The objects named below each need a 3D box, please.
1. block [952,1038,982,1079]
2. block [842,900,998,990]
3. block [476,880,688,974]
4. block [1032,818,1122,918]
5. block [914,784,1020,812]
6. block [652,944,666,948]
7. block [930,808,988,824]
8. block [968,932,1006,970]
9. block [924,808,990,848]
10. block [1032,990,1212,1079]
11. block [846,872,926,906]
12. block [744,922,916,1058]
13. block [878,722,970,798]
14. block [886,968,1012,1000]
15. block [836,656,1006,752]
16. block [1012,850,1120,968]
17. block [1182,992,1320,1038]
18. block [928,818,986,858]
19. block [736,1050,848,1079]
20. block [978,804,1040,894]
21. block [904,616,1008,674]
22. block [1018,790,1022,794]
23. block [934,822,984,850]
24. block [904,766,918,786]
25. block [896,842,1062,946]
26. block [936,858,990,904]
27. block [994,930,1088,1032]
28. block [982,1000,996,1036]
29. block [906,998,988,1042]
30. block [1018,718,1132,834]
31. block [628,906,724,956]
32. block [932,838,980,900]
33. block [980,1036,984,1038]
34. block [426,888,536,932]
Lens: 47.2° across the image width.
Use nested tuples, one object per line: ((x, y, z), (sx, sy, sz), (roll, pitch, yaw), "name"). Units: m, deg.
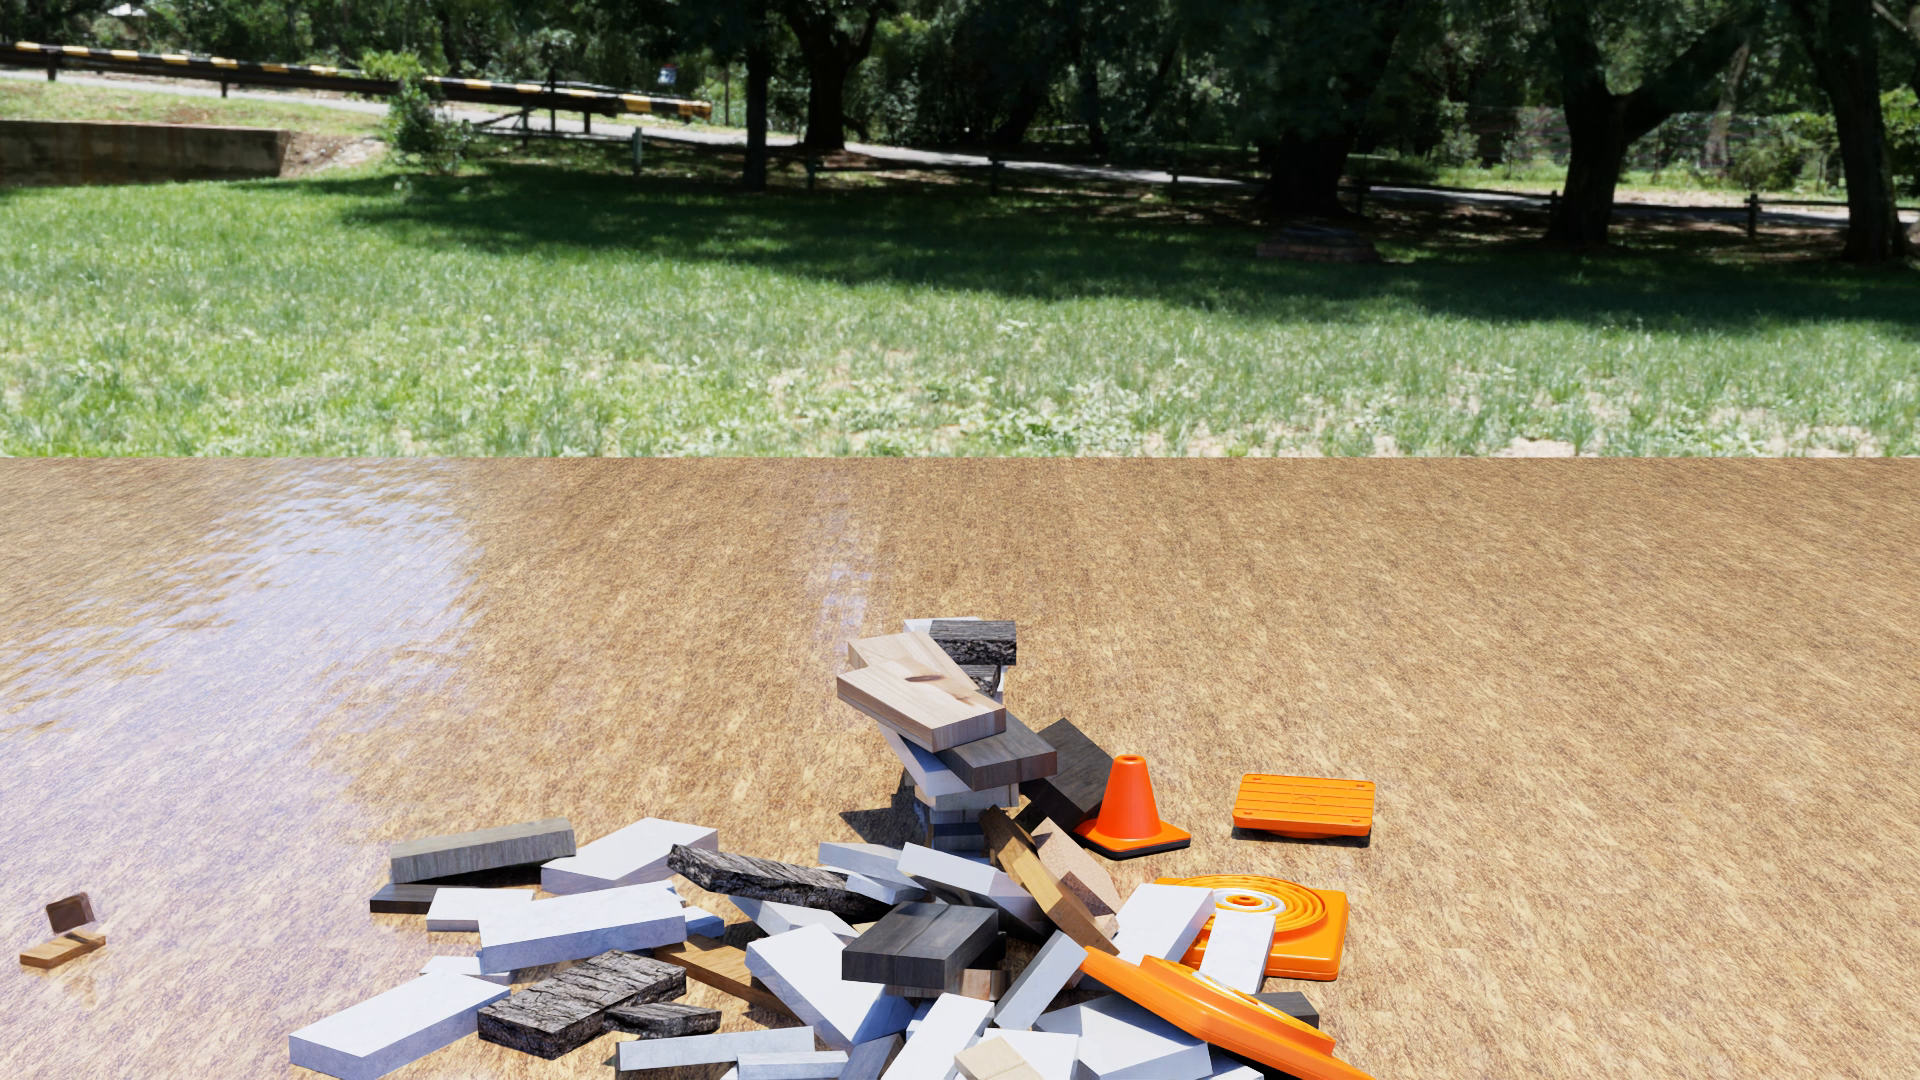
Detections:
((0.032, 0.682, 2.728), (0.090, 0.025, 0.179), (-2, 24, -5), "block")
((-0.051, 0.553, 3.015), (0.141, 0.040, 0.283), (2, 5, 15), "block")
((-0.581, 0.591, 3.371), (0.302, 0.043, 0.151), (-7, 14, -14), "block")
((0.194, 0.547, 3.537), (0.142, 0.040, 0.284), (43, 4, -10), "block")
((0.009, 0.437, 3.844), (0.142, 0.040, 0.284), (-2, -1, -8), "block")
((-0.484, 0.608, 3.403), (0.048, 0.014, 0.096), (-10, 14, -41), "block")
((-0.002, 0.471, 3.851), (0.098, 0.028, 0.195), (-2, -1, 0), "block")
((-0.020, 0.603, 3.257), (0.141, 0.040, 0.283), (2, -7, 9), "block")
((-0.005, 0.514, 3.913), (0.098, 0.028, 0.195), (0, 19, 6), "block")
((0.201, 0.644, 2.802), (0.142, 0.040, 0.283), (-13, 5, -15), "block")
((-0.118, 0.562, 3.572), (0.083, 0.023, 0.166), (17, 0, 17), "block")
((-0.177, 0.639, 3.108), (0.130, 0.037, 0.259), (-9, 30, -40), "block")
((-0.027, 0.347, 3.756), (0.154, 0.044, 0.309), (-7, 19, -16), "block")
((-0.013, 0.624, 3.101), (0.141, 0.040, 0.283), (1, -11, 7), "block")
((-0.068, 0.274, 3.709), (0.148, 0.042, 0.295), (-14, 22, -32), "block")
((0.155, 0.543, 3.253), (0.035, 0.122, 0.245), (-45, 13, -1), "block")
((0.414, 0.676, 3.136), (0.176, 0.025, 0.088), (-1, 11, -8), "block")
((-0.005, 0.534, 3.778), (0.098, 0.028, 0.195), (-2, 21, 0), "block")
((-0.217, 0.683, 2.861), (0.142, 0.020, 0.071), (0, -2, -8), "block")
((0.122, 0.538, 3.571), (0.142, 0.040, 0.319), (43, 2, -16), "block")
((-0.015, 0.245, 5.109), (0.180, 0.051, 0.359), (-2, 11, -10), "block")
((0.115, 0.459, 4.222), (0.112, 0.056, 0.016), (3, 11, 16), "block")
((-0.003, 0.496, 3.689), (0.082, 0.023, 0.165), (-2, 0, -1), "block")
((-0.022, 0.398, 3.922), (0.154, 0.044, 0.348), (-2, -1, -2), "block")
((0.046, 0.533, 3.247), (0.142, 0.040, 0.418), (13, -16, 23), "block")
((0.005, 0.573, 3.553), (0.082, 0.023, 0.165), (0, 29, 4), "block")
((0.104, 0.588, 2.920), (0.040, 0.142, 0.284), (39, -7, 6), "block")
((0.004, 0.667, 3.077), (0.087, 0.025, 0.174), (1, -3, 0), "block")
((-0.016, 0.641, 2.912), (0.087, 0.025, 0.174), (1, 2, 6), "block")
((0.196, 0.430, 4.059), (0.174, 0.049, 0.348), (40, 16, 11), "block")
((-0.465, 0.617, 3.460), (0.170, 0.024, 0.085), (-9, 14, -39), "block")
((-0.006, 0.548, 3.671), (0.082, 0.023, 0.165), (-2, 21, 1), "block")
((-0.008, 0.684, 2.965), (0.087, 0.025, 0.174), (1, -5, 4), "block")
((-0.768, 0.593, 3.526), (0.157, 0.022, 0.079), (0, 29, 3), "block")
